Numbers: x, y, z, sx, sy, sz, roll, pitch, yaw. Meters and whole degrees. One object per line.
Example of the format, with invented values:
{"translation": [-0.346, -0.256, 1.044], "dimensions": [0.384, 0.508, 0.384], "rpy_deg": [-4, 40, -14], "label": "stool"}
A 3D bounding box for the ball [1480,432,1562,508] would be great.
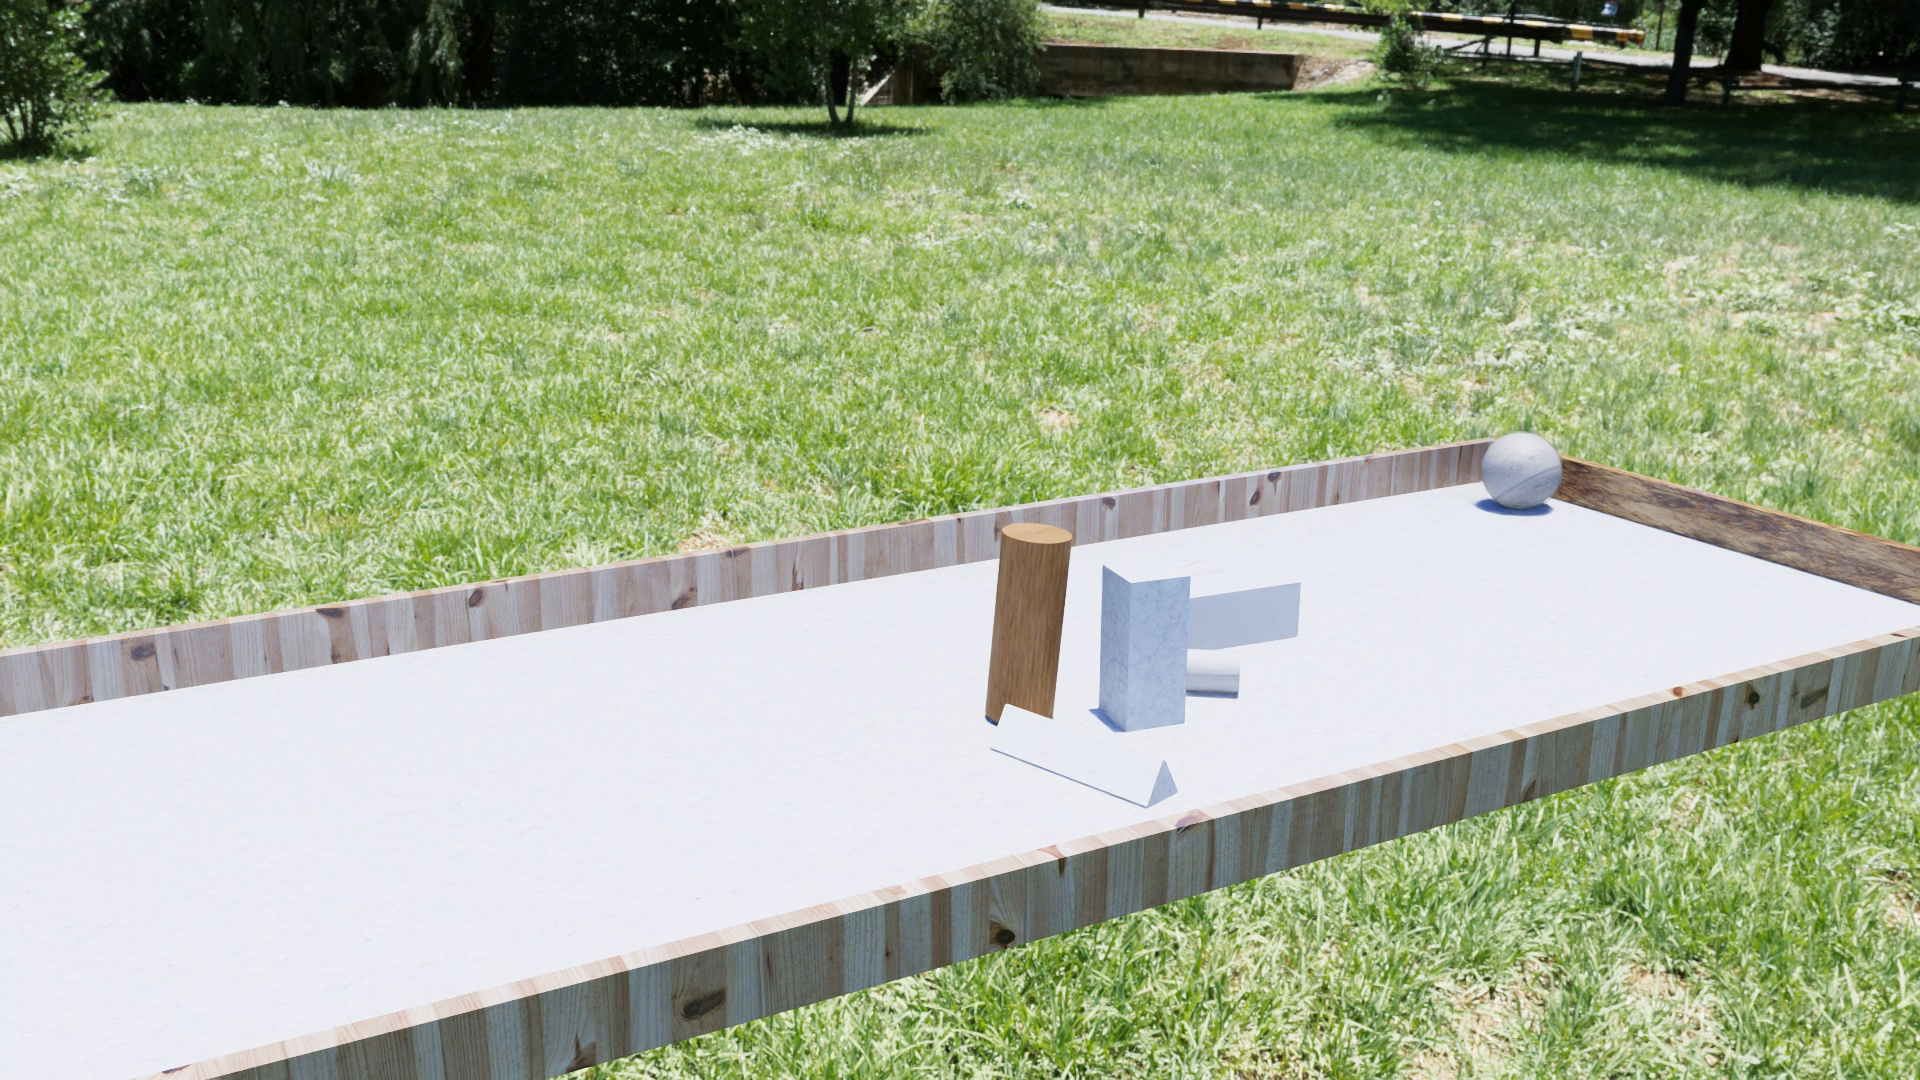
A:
{"translation": [1.940, -0.242, 5.705], "dimensions": [0.266, 0.266, 0.266], "rpy_deg": [0, 16, 0], "label": "ball"}

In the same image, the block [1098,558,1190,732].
{"translation": [0.431, 0.245, 3.875], "dimensions": [0.152, 0.365, 0.152], "rpy_deg": [-6, 17, -19], "label": "block"}

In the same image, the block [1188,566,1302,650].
{"translation": [0.697, 0.190, 4.431], "dimensions": [0.404, 0.156, 0.156], "rpy_deg": [-7, 18, -22], "label": "block"}

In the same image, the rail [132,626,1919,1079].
{"translation": [-2.336, 1.006, 1.665], "dimensions": [12.000, 0.150, 0.050], "rpy_deg": [-9, 18, -27], "label": "rail"}

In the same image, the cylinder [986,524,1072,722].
{"translation": [0.159, 0.199, 3.859], "dimensions": [0.162, 0.450, 0.162], "rpy_deg": [5, 16, -1], "label": "cylinder"}

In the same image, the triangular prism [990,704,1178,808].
{"translation": [0.266, 0.461, 3.615], "dimensions": [0.445, 0.092, 0.107], "rpy_deg": [15, 22, 42], "label": "triangular prism"}

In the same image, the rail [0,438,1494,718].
{"translation": [-3.305, 0.497, 3.399], "dimensions": [12.000, 0.150, 0.050], "rpy_deg": [-9, 18, -27], "label": "rail"}

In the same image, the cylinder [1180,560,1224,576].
{"translation": [0.577, 0.155, 4.612], "dimensions": [0.121, 0.121, 0.408], "rpy_deg": [15, 22, 41], "label": "cylinder"}

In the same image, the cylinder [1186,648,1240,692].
{"translation": [0.535, 0.319, 4.087], "dimensions": [0.311, 0.102, 0.102], "rpy_deg": [2, 17, 8], "label": "cylinder"}

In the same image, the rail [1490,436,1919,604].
{"translation": [2.466, -0.048, 5.253], "dimensions": [0.050, 0.150, 2.100], "rpy_deg": [-9, 18, -27], "label": "rail"}
